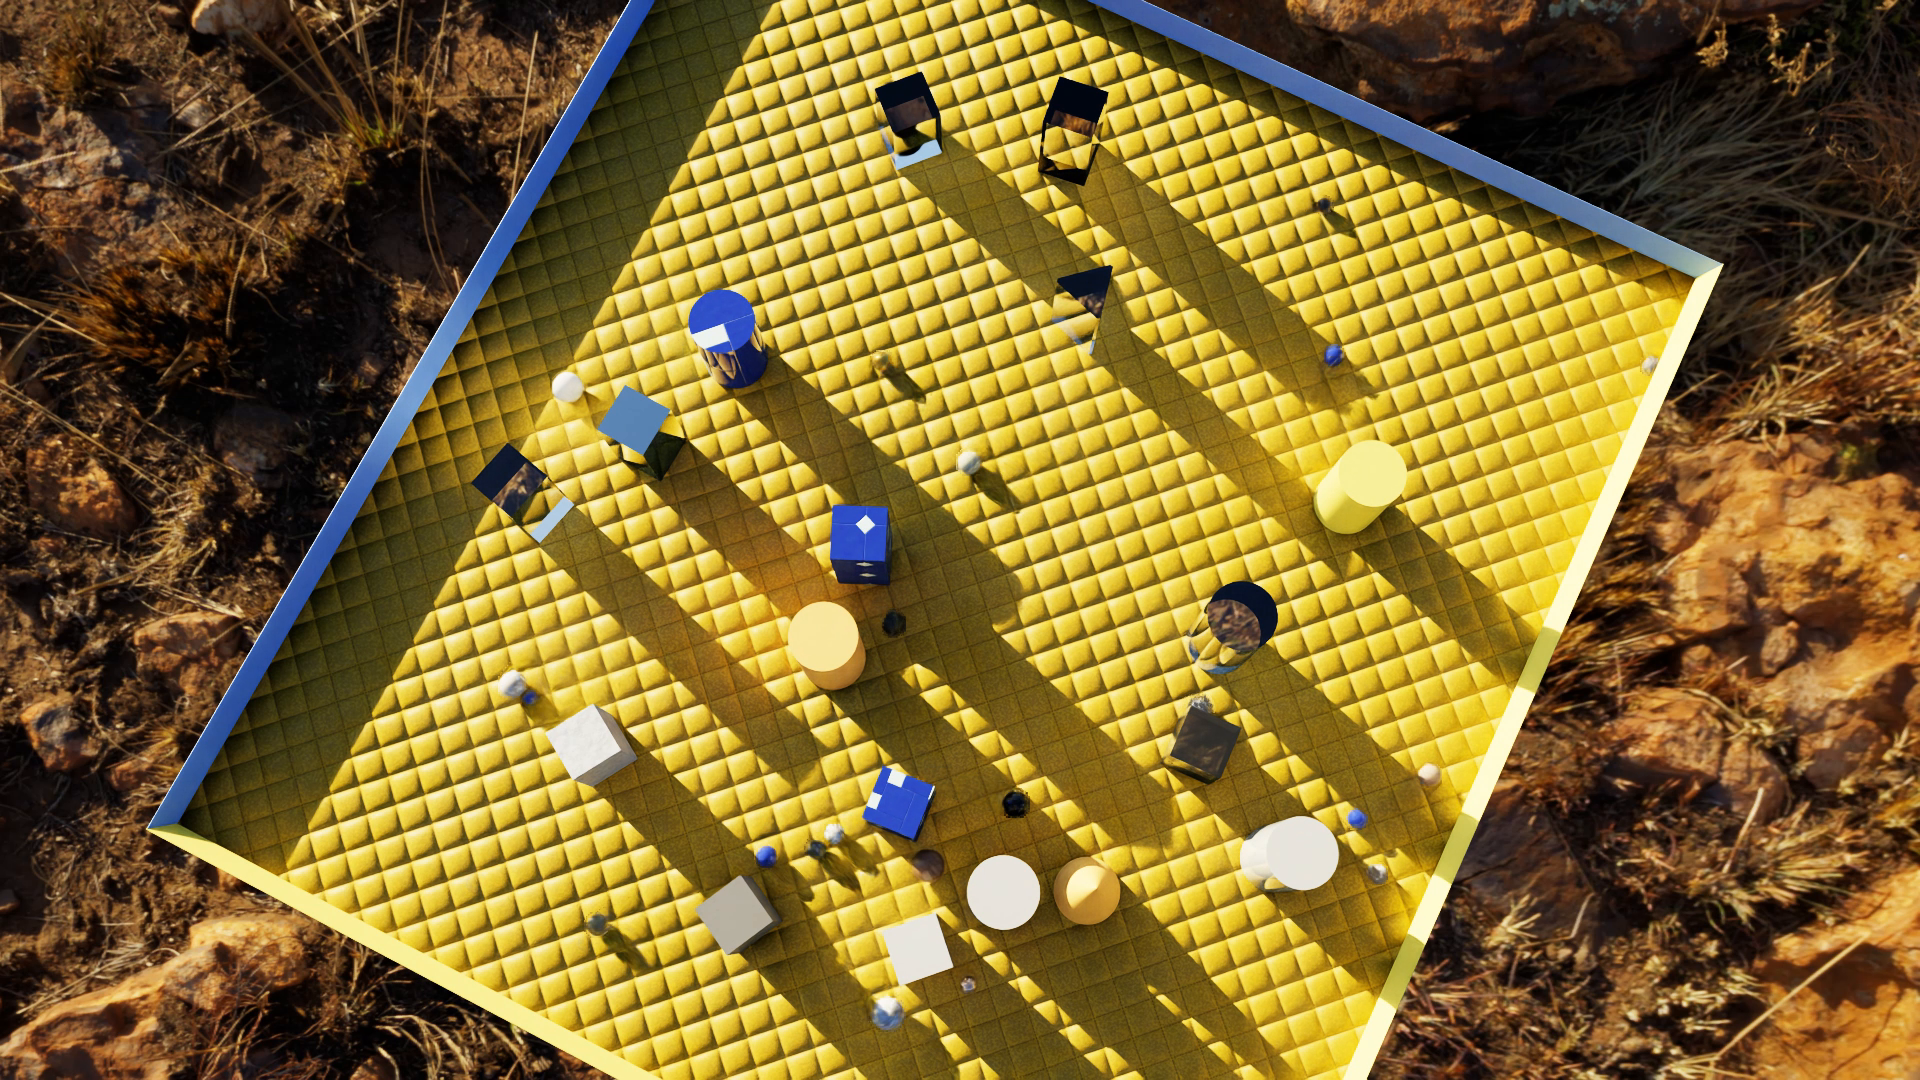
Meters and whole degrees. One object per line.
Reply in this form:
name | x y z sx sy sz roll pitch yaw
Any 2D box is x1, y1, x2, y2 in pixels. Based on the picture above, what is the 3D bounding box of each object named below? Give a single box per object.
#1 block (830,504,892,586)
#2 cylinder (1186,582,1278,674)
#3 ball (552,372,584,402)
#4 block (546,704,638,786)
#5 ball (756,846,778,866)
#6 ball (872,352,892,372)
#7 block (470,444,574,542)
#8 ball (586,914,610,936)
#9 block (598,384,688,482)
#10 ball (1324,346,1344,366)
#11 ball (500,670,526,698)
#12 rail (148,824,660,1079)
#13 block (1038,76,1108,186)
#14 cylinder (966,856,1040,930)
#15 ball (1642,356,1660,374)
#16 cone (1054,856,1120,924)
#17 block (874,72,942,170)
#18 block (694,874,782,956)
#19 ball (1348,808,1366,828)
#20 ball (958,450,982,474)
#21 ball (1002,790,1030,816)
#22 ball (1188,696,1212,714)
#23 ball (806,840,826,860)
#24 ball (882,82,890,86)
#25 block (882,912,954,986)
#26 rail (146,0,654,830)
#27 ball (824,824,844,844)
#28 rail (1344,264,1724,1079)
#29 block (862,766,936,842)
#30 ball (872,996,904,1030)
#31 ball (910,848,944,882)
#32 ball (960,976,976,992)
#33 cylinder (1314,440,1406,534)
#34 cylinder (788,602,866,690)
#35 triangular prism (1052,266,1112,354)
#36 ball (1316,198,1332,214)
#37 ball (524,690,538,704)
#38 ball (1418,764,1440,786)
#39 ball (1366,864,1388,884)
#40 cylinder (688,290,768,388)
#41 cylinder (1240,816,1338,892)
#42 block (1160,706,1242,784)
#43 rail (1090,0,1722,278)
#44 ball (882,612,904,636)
block | -0.289 0.019 5.415 0.157 0.387 0.157 2 78 0
cylinder | 0.783 0.259 5.315 0.197 0.486 0.197 0 78 0
ball | -1.211 -0.471 5.666 0.095 0.095 0.095 0 78 0
block | -1.072 0.602 5.349 0.157 0.281 0.157 -32 80 -6
ball | -0.569 0.931 5.392 0.062 0.062 0.062 0 78 0
ball | -0.241 -0.556 5.701 0.060 0.060 0.060 0 78 0
block | -1.298 -0.136 5.457 0.157 0.367 0.157 39 81 7
ball | -1.058 1.124 5.351 0.065 0.065 0.065 0 78 0
block | -0.953 -0.318 5.515 0.157 0.327 0.157 29 80 6
ball | 1.163 -0.571 5.704 0.061 0.061 0.061 0 78 0
ball | -1.338 0.431 5.486 0.080 0.080 0.080 0 78 0
rail | -0.807 1.587 5.222 3.449 0.128 0.045 26 80 5
block | 0.348 -1.264 5.689 0.157 0.371 0.157 19 79 4
cylinder | 0.118 0.997 5.168 0.197 0.474 0.197 0 78 0
ball | 2.151 -0.543 5.702 0.054 0.054 0.054 0 78 0
cone | 0.374 0.993 5.207 0.197 0.399 0.197 0 78 0
block | -0.160 -1.312 5.745 0.157 0.281 0.157 -21 79 -4
block | -0.630 1.073 5.244 0.157 0.295 0.157 -36 81 -7
ball | 1.172 0.823 5.418 0.055 0.055 0.055 0 78 0
ball | 0.029 -0.238 5.629 0.072 0.072 0.072 0 78 0
ball | 0.165 0.779 5.416 0.078 0.078 0.078 0 78 0
ball | 0.717 0.502 5.474 0.076 0.076 0.076 0 78 0
ball | -0.422 0.913 5.398 0.059 0.059 0.059 0 78 0
ball | -0.223 -1.423 5.866 0.088 0.088 0.088 0 78 0
block | -0.118 1.167 5.236 0.157 0.271 0.157 -19 79 -4
rail | -1.521 -0.738 5.703 0.045 0.128 3.655 26 80 5
ball | -0.370 0.866 5.407 0.059 0.059 0.059 0 78 0
rail | 1.521 0.752 5.395 0.045 0.128 3.655 26 80 5
block | -0.174 0.767 5.301 0.157 0.308 0.157 21 79 4
ball | -0.209 1.366 5.286 0.095 0.095 0.095 0 78 0
ball | -0.095 0.954 5.369 0.098 0.098 0.098 0 78 0
ball | 0.025 1.290 5.326 0.046 0.046 0.046 0 78 0
cylinder | 1.186 -0.153 5.453 0.197 0.382 0.197 0 78 0
cylinder | -0.383 0.313 5.335 0.197 0.424 0.197 0 78 0
triangular prism | 0.399 -0.726 5.587 0.170 0.352 0.148 44 82 8
ball | 1.155 -1.060 5.811 0.048 0.048 0.048 0 78 0
ball | -1.289 0.473 5.497 0.042 0.042 0.042 0 78 0
ball | 1.393 0.700 5.438 0.066 0.066 0.066 0 78 0
ball | 1.225 0.979 5.384 0.058 0.058 0.058 0 78 0
cylinder | -0.699 -0.605 5.556 0.197 0.364 0.197 0 78 0
cylinder | 0.926 0.895 5.190 0.197 0.473 0.197 0 78 0
block | 0.701 0.602 5.358 0.157 0.262 0.157 24 79 5
rail | 0.807 -1.573 5.876 3.449 0.128 0.045 26 80 5
ball | -0.201 0.253 5.529 0.069 0.069 0.069 0 78 0
